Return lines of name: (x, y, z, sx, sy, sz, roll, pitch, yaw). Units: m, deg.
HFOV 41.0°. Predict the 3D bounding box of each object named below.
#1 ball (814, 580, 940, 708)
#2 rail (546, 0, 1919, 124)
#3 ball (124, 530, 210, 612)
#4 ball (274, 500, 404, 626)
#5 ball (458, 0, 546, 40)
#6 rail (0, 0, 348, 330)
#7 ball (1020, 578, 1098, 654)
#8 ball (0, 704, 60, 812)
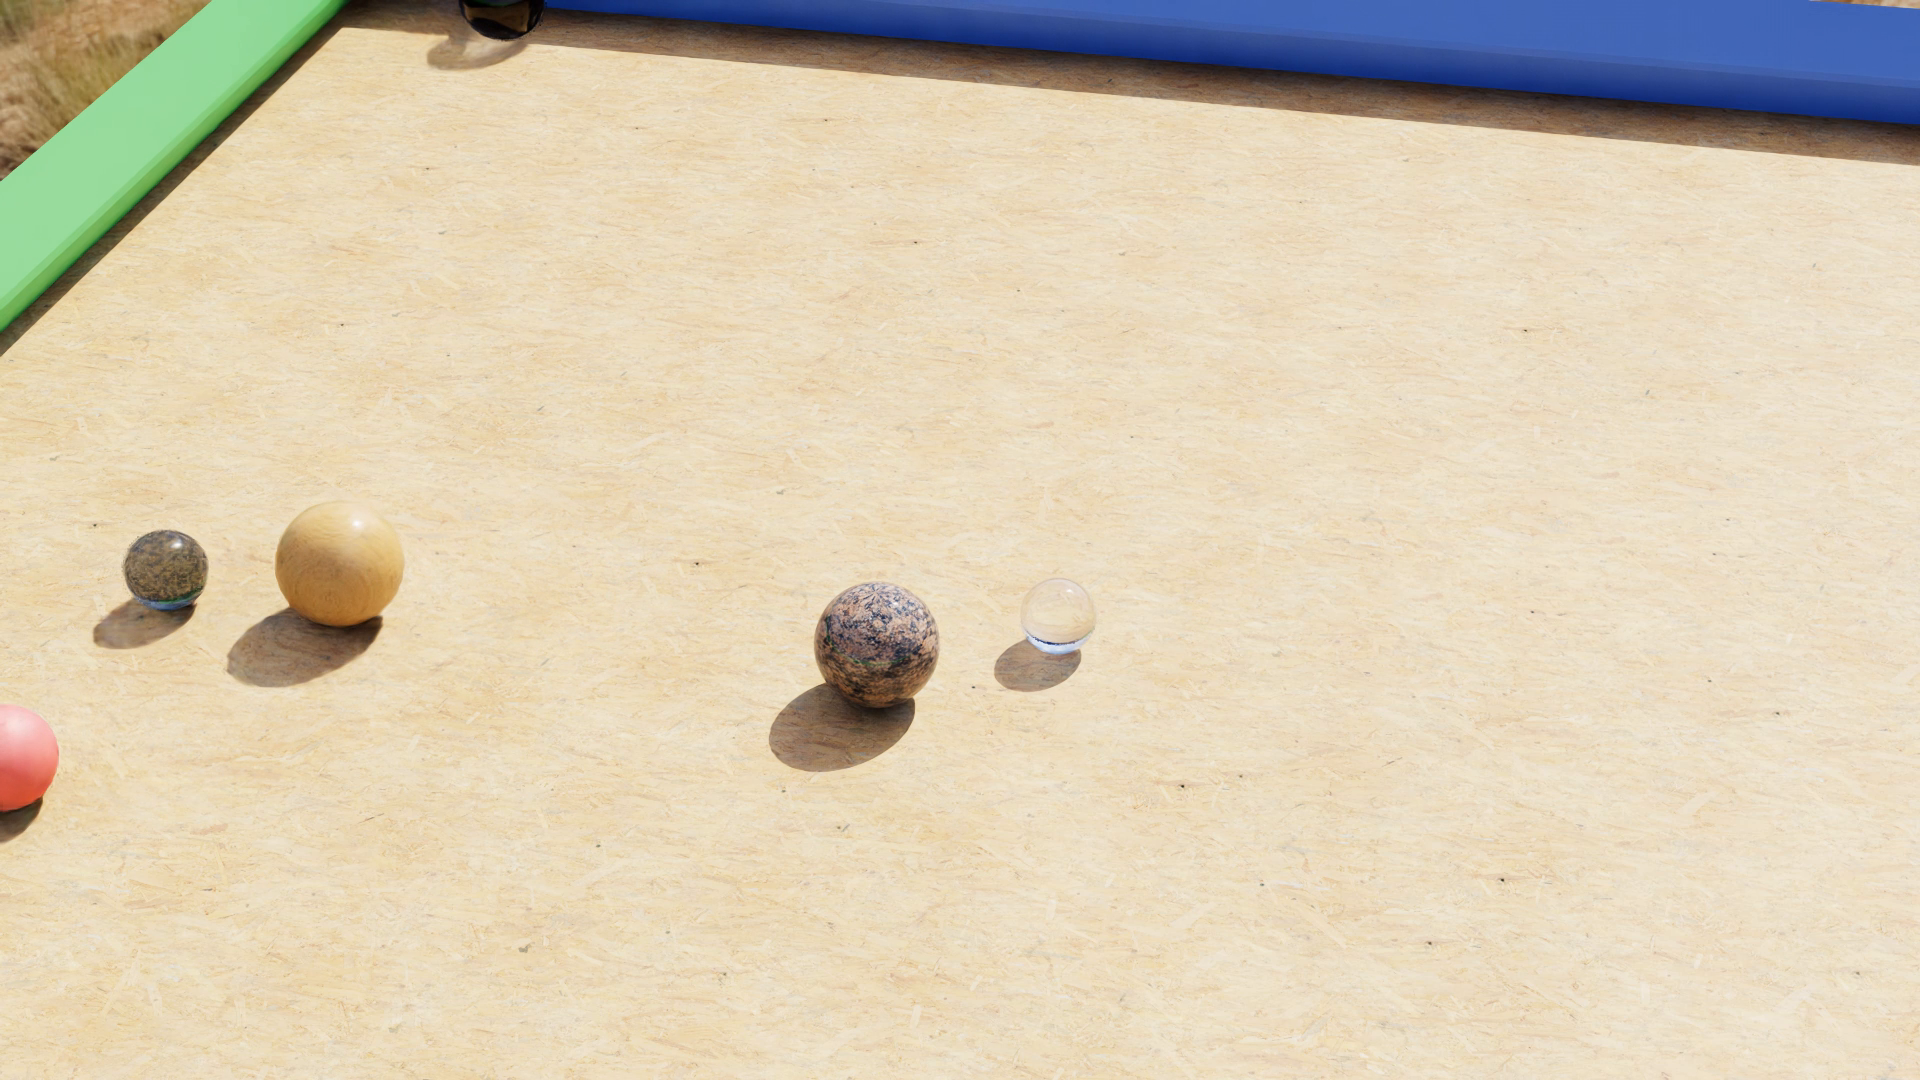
ball: (-0.059, 0.074, 1.816, 0.090, 0.090, 0.090, 0, 34, 0)
rail: (1.097, -0.451, 2.559, 3.654, 0.122, 0.045, 7, 35, 10)
ball: (-0.593, 0.022, 1.917, 0.061, 0.061, 0.061, 0, 34, 0)
ball: (-0.458, 0.017, 1.896, 0.094, 0.094, 0.094, 0, 34, 0)
ball: (-0.498, -0.591, 2.790, 0.094, 0.094, 0.094, 0, 34, 0)
rail: (-0.870, -0.124, 2.078, 0.045, 0.122, 2.004, 7, 35, 10)
ball: (0.072, 0.055, 1.873, 0.057, 0.057, 0.057, 0, 34, 0)
ball: (-0.644, 0.146, 1.725, 0.072, 0.072, 0.072, 0, 34, 0)
